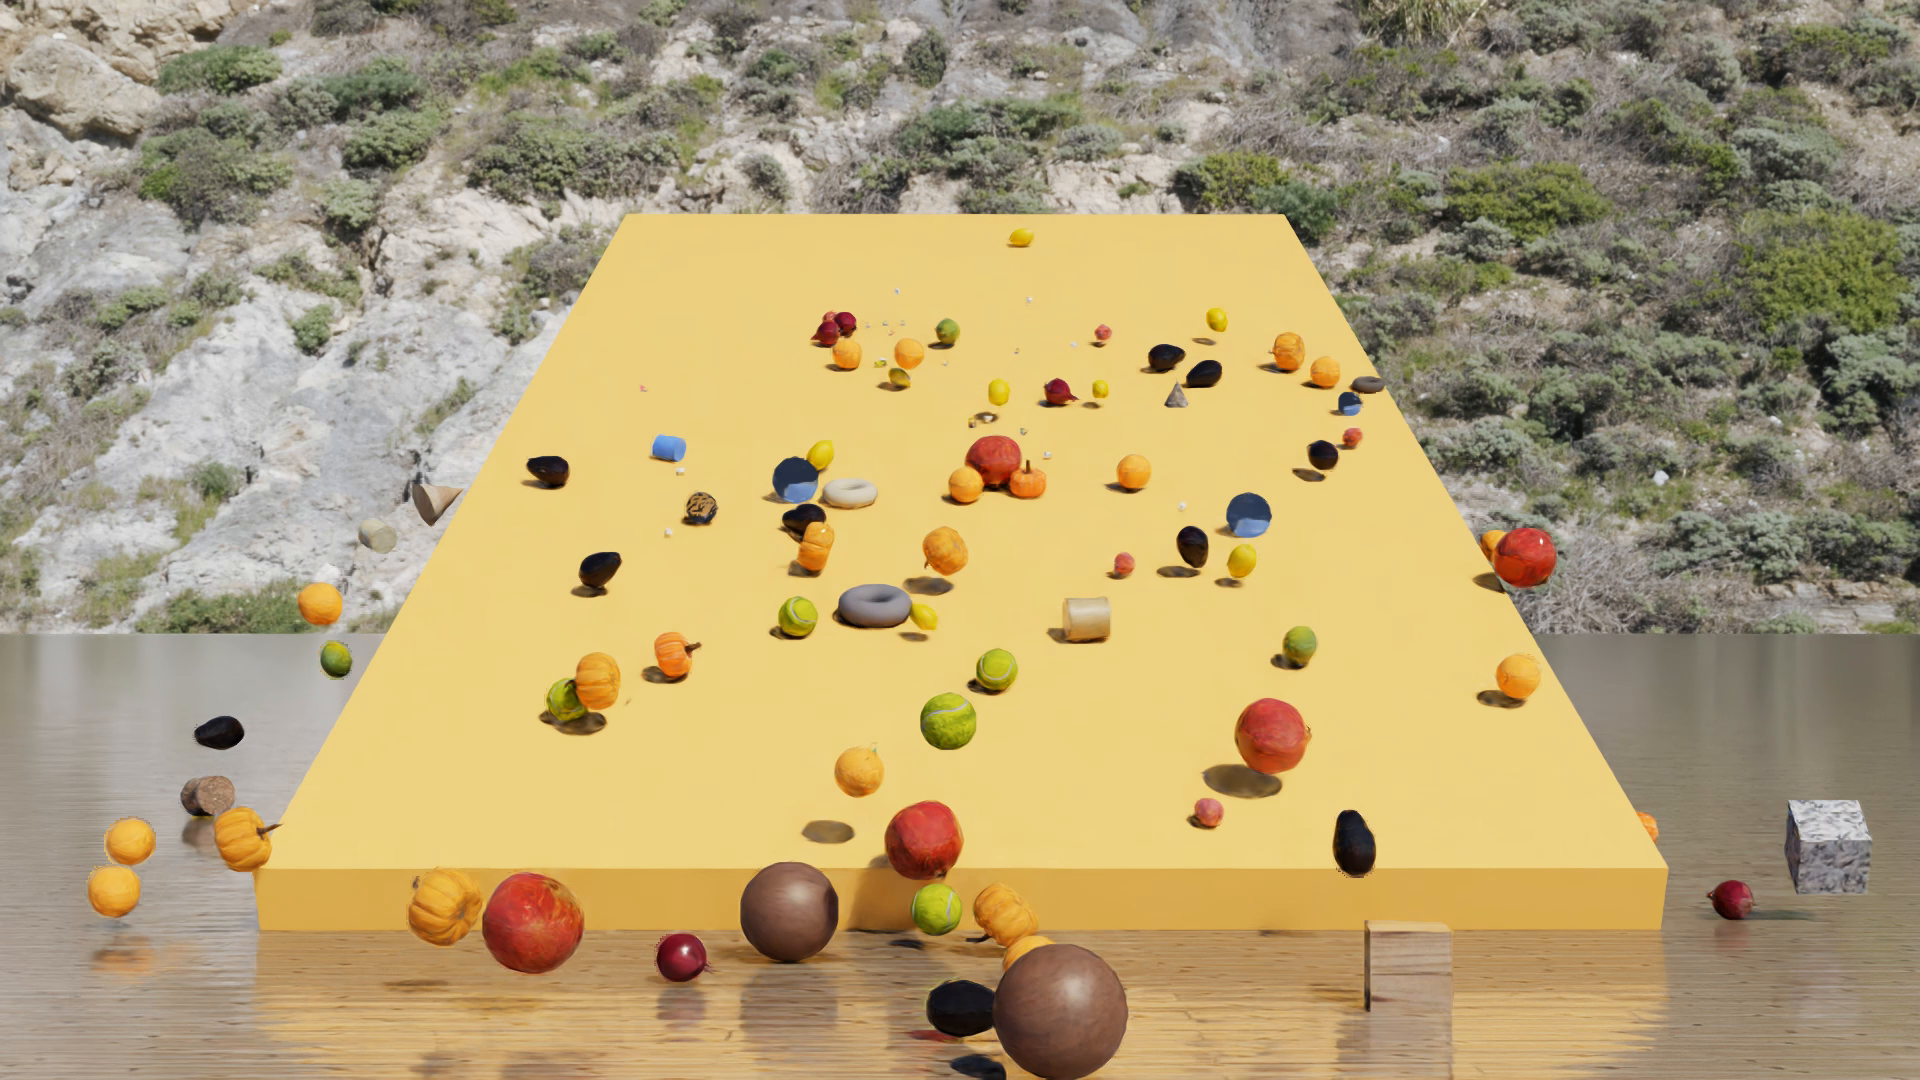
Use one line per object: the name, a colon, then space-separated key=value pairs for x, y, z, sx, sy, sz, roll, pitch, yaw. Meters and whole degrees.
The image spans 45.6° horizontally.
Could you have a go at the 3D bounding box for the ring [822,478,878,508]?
ring: x=-0.222 y=-0.095 z=4.610 sx=0.112 sy=0.037 sz=0.112 roll=1 pitch=21 yaw=0

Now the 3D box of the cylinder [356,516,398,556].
cylinder: x=-1.149 y=-0.008 z=4.508 sx=0.057 sy=0.057 sz=0.057 roll=36 pitch=19 yaw=32

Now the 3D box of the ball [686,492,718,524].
ball: x=-0.507 y=-0.063 z=4.490 sx=0.062 sy=0.062 sz=0.062 roll=0 pitch=-2 yaw=0

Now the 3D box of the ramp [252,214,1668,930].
ramp: x=-0.006 y=-0.217 z=5.110 sx=2.000 sy=0.100 sz=4.000 roll=0 pitch=21 yaw=0

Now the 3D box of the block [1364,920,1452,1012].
block: x=0.511 y=0.487 z=2.614 sx=0.090 sy=0.090 sz=0.090 roll=0 pitch=-2 yaw=6

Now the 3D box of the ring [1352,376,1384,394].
ring: x=0.947 y=-0.361 z=5.311 sx=0.075 sy=0.025 sz=0.075 roll=-1 pitch=22 yaw=0

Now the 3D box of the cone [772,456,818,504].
cone: x=-0.344 y=-0.116 z=4.653 sx=0.095 sy=0.095 sz=0.095 roll=1 pitch=-6 yaw=-15

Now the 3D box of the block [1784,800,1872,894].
block: x=1.271 y=0.450 z=3.350 sx=0.097 sy=0.097 sz=0.097 roll=-2 pitch=30 yaw=9

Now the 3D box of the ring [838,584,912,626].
ring: x=-0.151 y=0.116 z=4.059 sx=0.133 sy=0.044 sz=0.133 roll=1 pitch=21 yaw=0

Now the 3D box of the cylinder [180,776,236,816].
cylinder: x=-1.709 y=0.581 z=5.197 sx=0.090 sy=0.090 sz=0.090 roll=2 pitch=-9 yaw=-41

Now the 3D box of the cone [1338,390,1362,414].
cone: x=0.869 y=-0.303 z=5.162 sx=0.057 sy=0.057 sz=0.057 roll=1 pitch=-16 yaw=-17

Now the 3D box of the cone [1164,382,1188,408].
cone: x=0.493 y=-0.335 z=5.199 sx=0.057 sy=0.057 sz=0.057 roll=0 pitch=21 yaw=0

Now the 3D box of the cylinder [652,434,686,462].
cylinder: x=-0.616 y=-0.195 z=4.845 sx=0.051 sy=0.051 sz=0.051 roll=10 pitch=2 yaw=23
